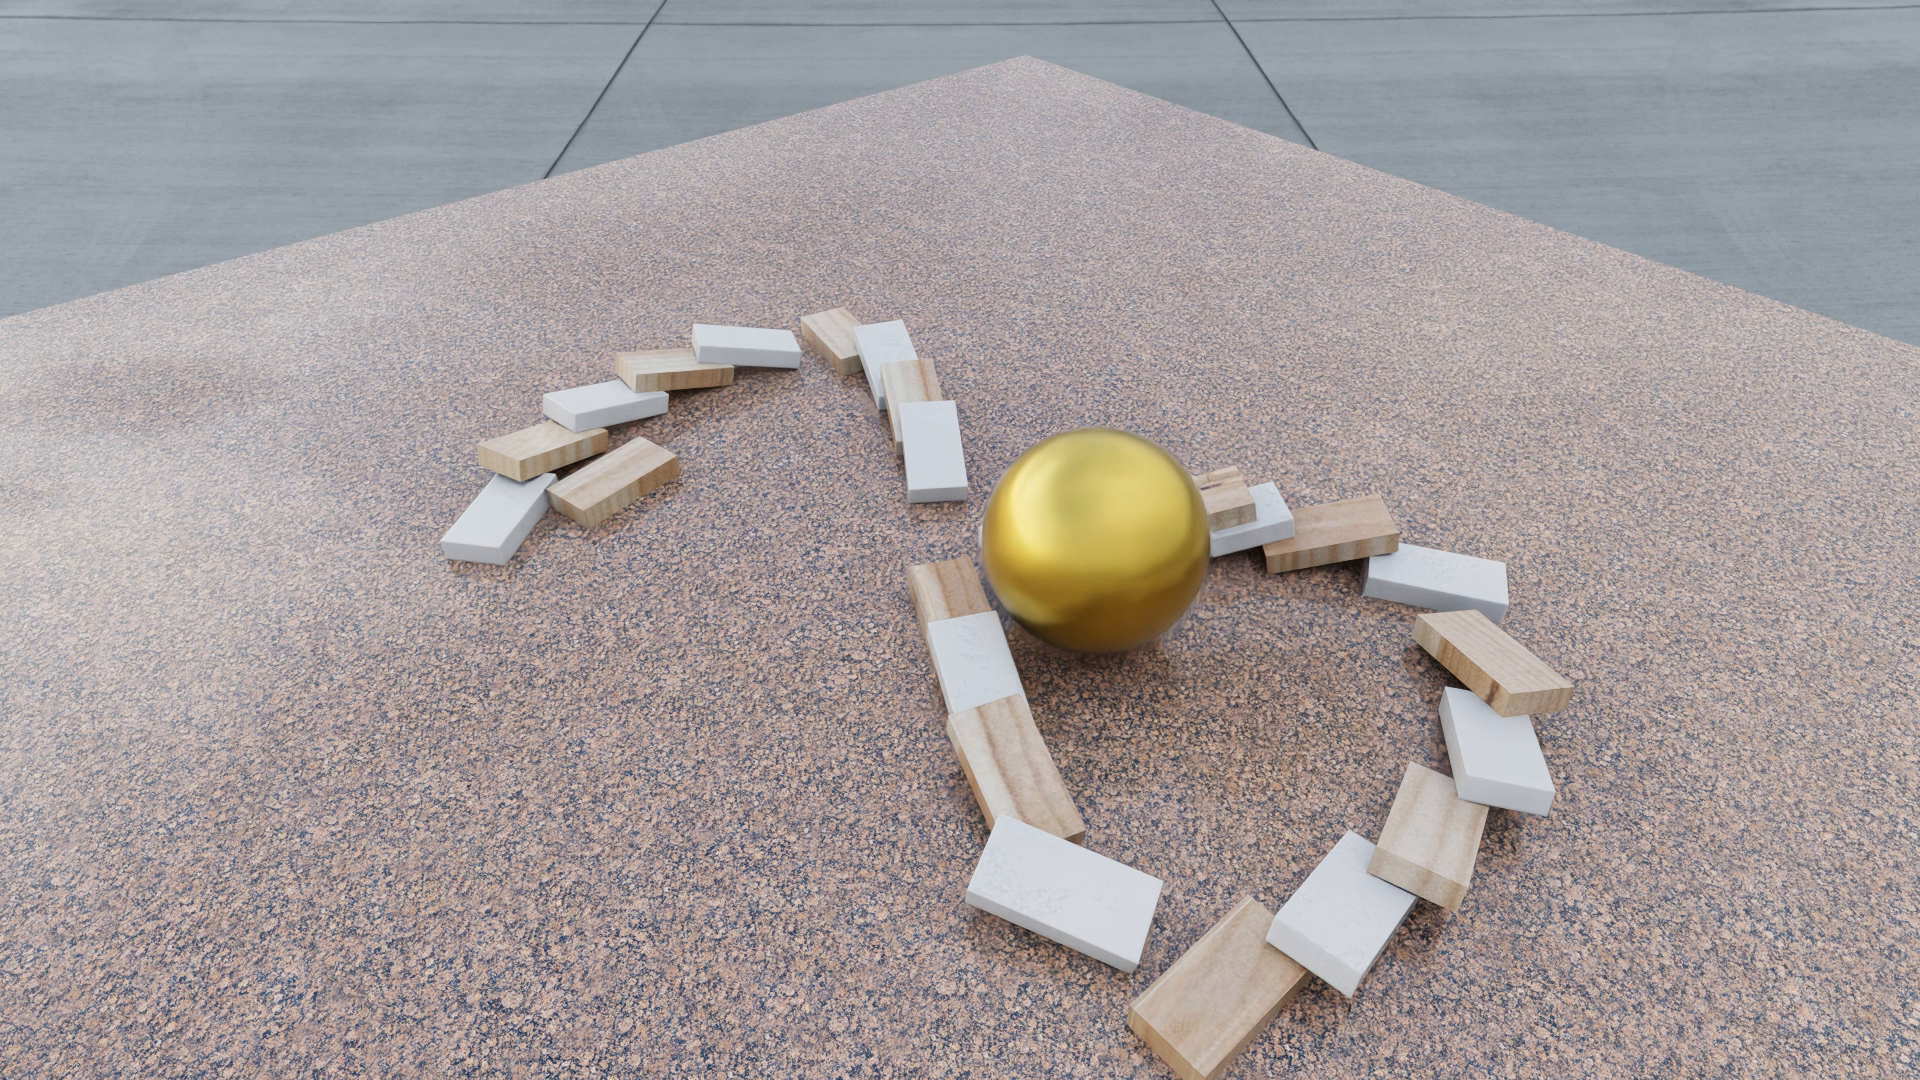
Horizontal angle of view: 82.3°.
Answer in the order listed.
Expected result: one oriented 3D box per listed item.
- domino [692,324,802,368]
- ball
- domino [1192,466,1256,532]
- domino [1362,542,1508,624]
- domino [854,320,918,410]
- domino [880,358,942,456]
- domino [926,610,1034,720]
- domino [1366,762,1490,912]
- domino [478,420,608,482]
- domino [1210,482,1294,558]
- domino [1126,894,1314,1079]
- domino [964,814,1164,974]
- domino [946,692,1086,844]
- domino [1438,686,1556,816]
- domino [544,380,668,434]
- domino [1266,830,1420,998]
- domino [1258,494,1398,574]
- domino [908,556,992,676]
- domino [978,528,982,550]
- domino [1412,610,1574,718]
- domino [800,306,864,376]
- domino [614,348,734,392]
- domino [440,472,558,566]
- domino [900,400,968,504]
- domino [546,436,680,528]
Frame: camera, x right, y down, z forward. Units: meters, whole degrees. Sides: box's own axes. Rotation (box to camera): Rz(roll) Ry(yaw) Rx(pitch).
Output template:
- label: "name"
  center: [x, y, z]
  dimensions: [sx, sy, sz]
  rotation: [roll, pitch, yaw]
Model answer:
- label: "domino"
  center: [-0.107, -0.097, 0.552]
  dimensions: [0.050, 0.010, 0.025]
  rotation: [0, 35, -23]
- label: "ball"
  center: [0.047, 0.000, 0.387]
  dimensions: [0.080, 0.080, 0.080]
  rotation: [0, 39, 0]
- label: "domino"
  center: [0.090, -0.012, 0.440]
  dimensions: [0.050, 0.010, 0.025]
  rotation: [-15, 39, 4]
- label: "domino"
  center: [0.183, 0.015, 0.425]
  dimensions: [0.050, 0.010, 0.025]
  rotation: [12, 41, 14]
- label: "domino"
  center: [-0.034, -0.086, 0.540]
  dimensions: [0.025, 0.010, 0.050]
  rotation: [-11, 54, -13]
- label: "domino"
  center: [-0.021, -0.062, 0.510]
  dimensions: [0.025, 0.010, 0.050]
  rotation: [-7, 54, -9]
- label: "domino"
  center: [0.007, 0.049, 0.375]
  dimensions: [0.025, 0.010, 0.050]
  rotation: [-10, 54, -12]
- label: "domino"
  center: [0.141, 0.087, 0.328]
  dimensions: [0.025, 0.010, 0.050]
  rotation: [22, 30, 24]
- label: "domino"
  center: [-0.182, -0.041, 0.483]
  dimensions: [0.025, 0.010, 0.050]
  rotation: [20, 28, 22]
- label: "domino"
  center: [0.105, -0.006, 0.442]
  dimensions: [0.050, 0.009, 0.025]
  rotation: [-15, 39, 4]
- label: "domino"
  center: [0.071, 0.121, 0.296]
  dimensions: [0.050, 0.010, 0.025]
  rotation: [-29, 47, -31]
- label: "domino"
  center: [0.030, 0.100, 0.312]
  dimensions: [0.050, 0.009, 0.025]
  rotation: [20, 53, 11]
- label: "domino"
  center: [0.017, 0.074, 0.344]
  dimensions: [0.025, 0.009, 0.050]
  rotation: [-15, 55, -16]
- label: "domino"
  center: [0.171, 0.067, 0.353]
  dimensions: [0.025, 0.009, 0.050]
  rotation: [10, 27, 12]
- label: "domino"
  center: [-0.164, -0.063, 0.511]
  dimensions: [0.025, 0.010, 0.050]
  rotation: [29, 33, 30]
- label: "domino"
  center: [0.109, 0.103, 0.308]
  dimensions: [0.025, 0.009, 0.050]
  rotation: [30, 34, 31]
- label: "domino"
  center: [0.145, -0.002, 0.437]
  dimensions: [0.050, 0.010, 0.025]
  rotation: [-11, 38, 9]
- label: "domino"
  center: [-0.002, 0.027, 0.410]
  dimensions: [0.025, 0.009, 0.050]
  rotation: [-9, 40, -11]
- label: "domino"
  center: [0.035, -0.001, 0.445]
  dimensions: [0.050, 0.010, 0.025]
  rotation: [-18, 43, -20]
- label: "domino"
  center: [0.184, 0.042, 0.383]
  dimensions: [0.025, 0.010, 0.050]
  rotation: [-3, 28, -15]
- label: "domino"
  center: [-0.061, -0.104, 0.570]
  dimensions: [0.025, 0.010, 0.050]
  rotation: [-20, 43, -23]
- label: "domino"
  center: [-0.139, -0.083, 0.535]
  dimensions: [0.050, 0.009, 0.025]
  rotation: [-11, 38, -36]
- label: "domino"
  center: [-0.189, -0.010, 0.456]
  dimensions: [0.025, 0.010, 0.050]
  rotation: [6, 40, 7]
- label: "domino"
  center: [-0.012, -0.039, 0.481]
  dimensions: [0.025, 0.009, 0.050]
  rotation: [-4, 54, -6]
- label: "domino"
  center: [-0.149, -0.026, 0.475]
  dimensions: [0.025, 0.010, 0.050]
  rotation: [26, 46, 28]
